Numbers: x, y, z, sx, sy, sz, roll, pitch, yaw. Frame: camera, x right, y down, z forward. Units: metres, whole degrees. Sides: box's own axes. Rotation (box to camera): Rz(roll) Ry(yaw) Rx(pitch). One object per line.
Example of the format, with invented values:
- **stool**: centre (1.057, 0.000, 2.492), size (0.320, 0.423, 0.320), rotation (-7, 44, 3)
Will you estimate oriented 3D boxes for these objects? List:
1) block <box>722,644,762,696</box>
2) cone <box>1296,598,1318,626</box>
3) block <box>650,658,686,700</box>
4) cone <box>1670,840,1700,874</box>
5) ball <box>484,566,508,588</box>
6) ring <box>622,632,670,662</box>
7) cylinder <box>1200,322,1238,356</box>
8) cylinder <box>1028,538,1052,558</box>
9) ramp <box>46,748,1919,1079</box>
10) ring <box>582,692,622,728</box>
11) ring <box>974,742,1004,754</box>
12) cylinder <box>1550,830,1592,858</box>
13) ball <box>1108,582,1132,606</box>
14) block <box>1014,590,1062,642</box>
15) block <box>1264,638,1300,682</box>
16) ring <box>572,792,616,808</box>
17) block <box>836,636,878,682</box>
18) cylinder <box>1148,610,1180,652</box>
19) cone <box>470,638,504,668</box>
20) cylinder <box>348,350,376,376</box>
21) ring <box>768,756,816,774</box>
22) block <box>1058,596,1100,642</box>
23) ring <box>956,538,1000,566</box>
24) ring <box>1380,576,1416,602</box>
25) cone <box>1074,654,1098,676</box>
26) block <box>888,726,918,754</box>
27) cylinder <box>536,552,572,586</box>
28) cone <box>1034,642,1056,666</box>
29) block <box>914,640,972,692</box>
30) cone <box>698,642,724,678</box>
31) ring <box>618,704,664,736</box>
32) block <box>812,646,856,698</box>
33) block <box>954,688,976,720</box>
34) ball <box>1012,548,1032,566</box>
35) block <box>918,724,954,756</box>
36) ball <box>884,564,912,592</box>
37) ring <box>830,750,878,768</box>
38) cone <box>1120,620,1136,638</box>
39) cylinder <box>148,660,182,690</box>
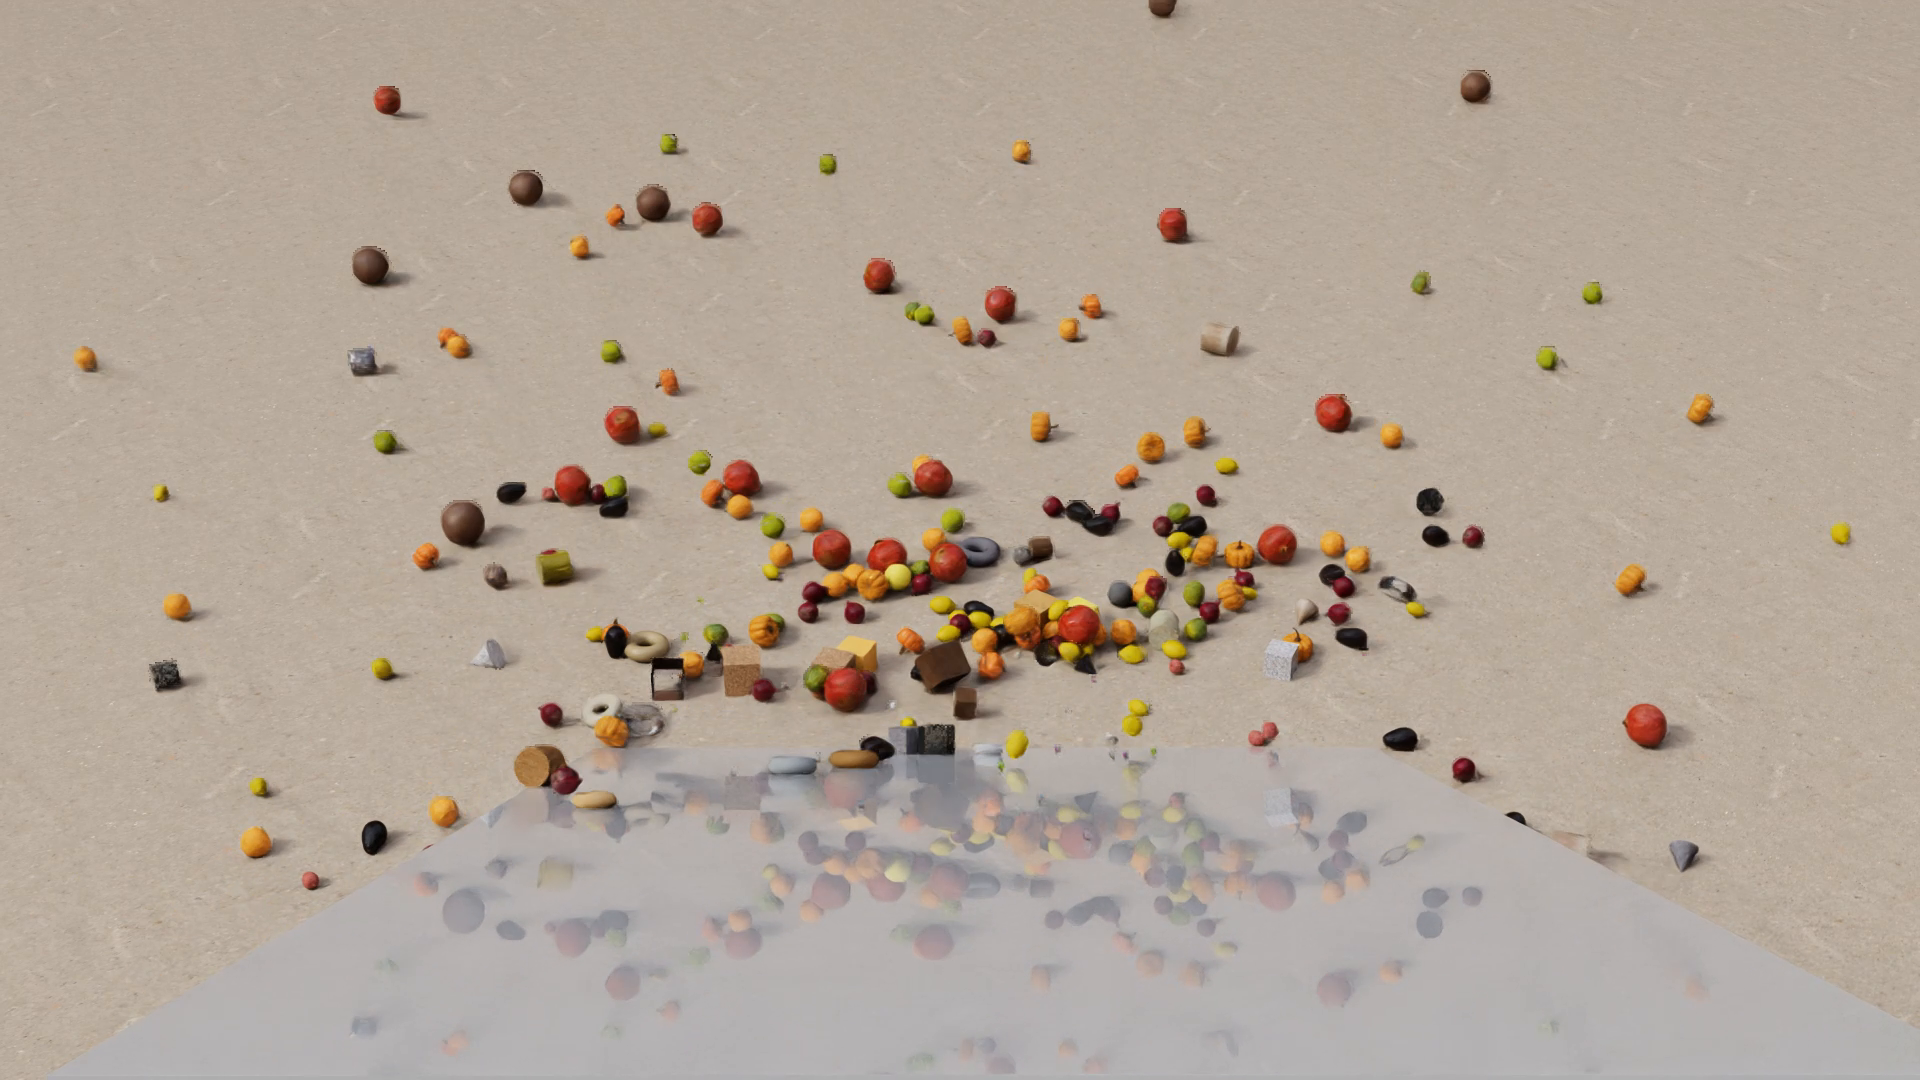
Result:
- **block**: centre (-0.594, 0.355, 7.035), size (0.099, 0.099, 0.099), rotation (-3, 30, -6)
- **cone**: centre (0.974, 0.215, 7.350), size (0.072, 0.072, 0.072), rotation (15, 59, 24)
- **block**: centre (-0.791, 0.378, 7.010), size (0.083, 0.083, 0.083), rotation (-1, 29, -1)
- **cone**: centre (1.771, 0.786, 6.339), size (0.071, 0.071, 0.071), rotation (8, 57, 14)
- **ball**: centre (-1.348, 0.106, 7.509), size (0.066, 0.066, 0.066), rotation (0, 29, 0)
- **ring**: centre (-0.873, 0.296, 7.196), size (0.130, 0.043, 0.130), rotation (1, 28, 0)
- **cylinder**: centre (0.891, -0.689, 8.884), size (0.099, 0.099, 0.099), rotation (15, 33, 24)
- **cylinder**: centre (0.238, 0.024, 7.663), size (0.057, 0.057, 0.057), rotation (-4, 30, -13)
- **ramp**: centre (0.066, 0.590, 4.642), size (2.000, 0.100, 4.000), rotation (0, 0, 0)
- **ring**: centre (-0.954, 0.455, 6.896), size (0.113, 0.038, 0.113), rotation (-12, 43, 12)
- **ring**: centre (0.071, 0.521, 6.468), size (0.077, 0.026, 0.077), rotation (1, -1, 0)
- **cylinder**: centre (1.488, 0.762, 6.320), size (0.094, 0.094, 0.094), rotation (11, 31, 16)
- **ball**: centre (0.458, 0.156, 7.416), size (0.070, 0.070, 0.070), rotation (0, 29, 0)
- **block**: centre (0.219, 0.213, 7.290), size (0.095, 0.095, 0.095), rotation (23, 37, 35)
- **block**: centre (0.881, 0.330, 7.102), size (0.077, 0.077, 0.077), rotation (11, 31, 19)
- **ring**: centre (-0.736, 0.524, 5.210), size (0.089, 0.030, 0.089), rotation (-1, 0, 0)
- **block**: centre (-0.284, 0.327, 7.099), size (0.085, 0.085, 0.085), rotation (12, 32, 21)
- **cylinder**: centre (0.570, 0.253, 7.231), size (0.084, 0.084, 0.084), rotation (3, 30, 5)
- **cone**: centre (-1.319, 0.326, 7.147), size (0.087, 0.087, 0.087), rotation (-21, 24, 18)
- **cylinder**: centre (-2.023, -0.602, 8.751), size (0.078, 0.078, 0.078), rotation (-11, 31, -18)
- **ring**: centre (-0.385, 0.517, 5.938), size (0.113, 0.038, 0.113), rotation (1, -1, 0)
- **block**: centre (0.334, 0.222, 7.287), size (0.081, 0.081, 0.081), rotation (25, 38, 37)
- **ring**: centre (0.054, 0.035, 7.658), size (0.133, 0.044, 0.133), rotation (0, 31, 0)
- **ring**: centre (1.255, 0.142, 7.416), size (0.113, 0.113, 0.038), rotation (19, 71, 30)
- **cone**: centre (0.356, 0.354, 7.110), size (0.061, 0.061, 0.061), rotation (42, 44, 14)
- **block**: centre (-0.134, 0.502, 6.491), size (0.063, 0.063, 0.063), rotation (0, 0, 44)
- **cylinder**: centre (-1.181, 0.082, 7.533), size (0.085, 0.085, 0.085), rotation (-11, 31, -18)
- **cone**: centre (0.223, 0.317, 7.172), size (0.067, 0.067, 0.067), rotation (-14, 4, -23)
- **block**: centre (-0.047, 0.341, 7.017), size (0.095, 0.095, 0.095), rotation (-16, 77, -34)
- **cone**: centre (-0.676, 0.316, 7.113), size (0.089, 0.089, 0.089), rotation (0, 29, 0)
- **ring**: centre (-0.848, 0.478, 6.876), size (0.123, 0.041, 0.123), rotation (0, 28, 0)
- **block**: centre (-0.343, 0.360, 7.032), size (0.092, 0.092, 0.092), rotation (10, 31, 17)
- **block**: centre (0.013, 0.437, 6.908), size (0.055, 0.055, 0.055), rotation (7, 36, -5)
- **ball**: centre (0.182, 0.048, 7.623), size (0.055, 0.055, 0.055), rotation (0, 29, 0)
- **block**: centre (-0.058, 0.498, 6.457), size (0.071, 0.071, 0.071), rotation (0, 0, 20)
- **ball**: centre (-0.181, 0.109, 7.490), size (0.080, 0.080, 0.080), rotation (0, 29, 0)
- **ring**: centre (-0.250, 0.516, 6.086), size (0.117, 0.039, 0.117), rotation (1, -1, 0)
- **cone**: centre (0.483, 0.251, 7.295), size (0.052, 0.052, 0.052), rotation (17, 7, 27)
- **cylinder**: centre (-2.165, 0.370, 7.043), size (0.065, 0.065, 0.065), rotation (-23, 36, -23)
